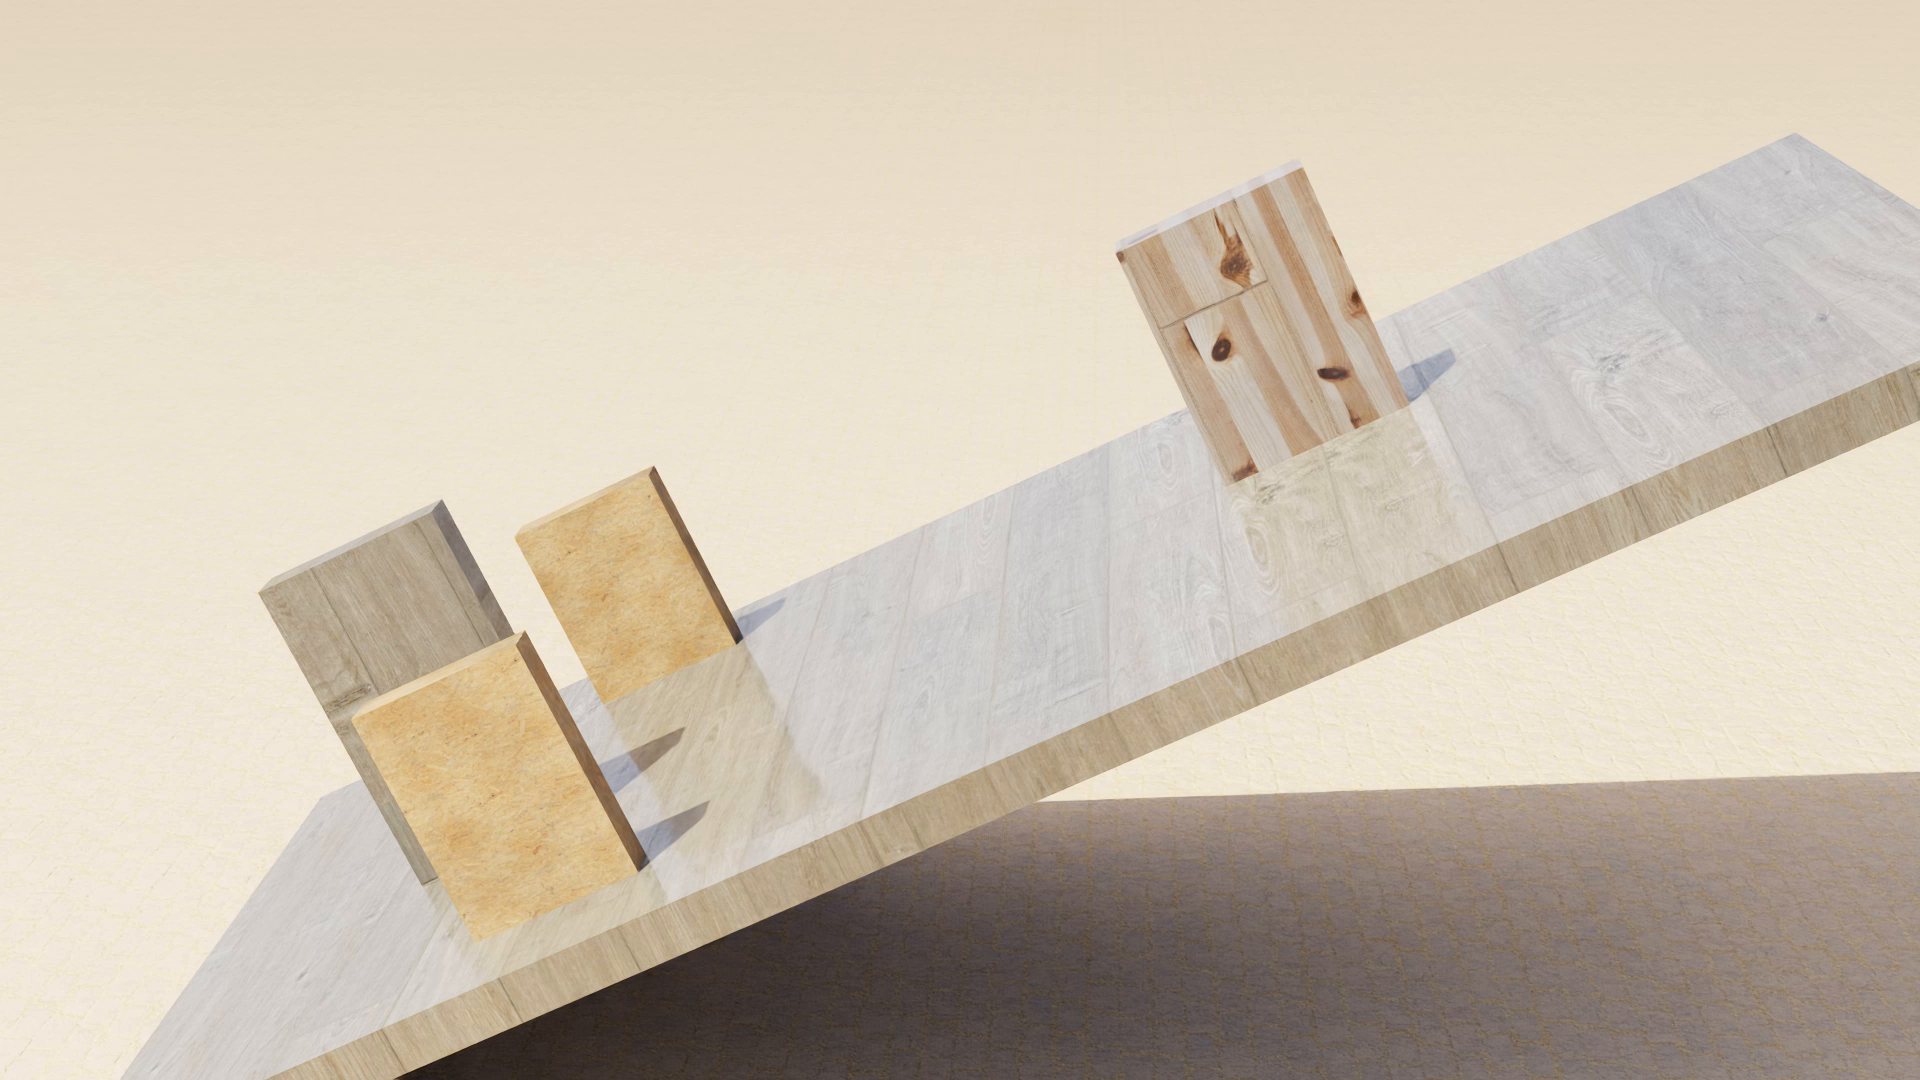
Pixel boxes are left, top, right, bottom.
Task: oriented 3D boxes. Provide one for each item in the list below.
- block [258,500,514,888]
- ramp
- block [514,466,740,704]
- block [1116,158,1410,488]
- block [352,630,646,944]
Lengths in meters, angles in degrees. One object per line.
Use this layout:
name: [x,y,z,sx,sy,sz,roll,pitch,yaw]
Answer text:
block: [-1.118,0.329,6.233,0.414,0.727,0.108,-24,13,9]
ramp: [0.136,0.169,6.282,4.000,0.100,2.000,-24,13,9]
block: [-0.794,0.108,7.045,0.360,0.461,0.098,-24,13,9]
block: [0.645,-0.463,6.286,0.430,0.561,0.134,-24,13,9]
block: [-0.891,0.480,5.700,0.359,0.508,0.097,-24,13,9]
